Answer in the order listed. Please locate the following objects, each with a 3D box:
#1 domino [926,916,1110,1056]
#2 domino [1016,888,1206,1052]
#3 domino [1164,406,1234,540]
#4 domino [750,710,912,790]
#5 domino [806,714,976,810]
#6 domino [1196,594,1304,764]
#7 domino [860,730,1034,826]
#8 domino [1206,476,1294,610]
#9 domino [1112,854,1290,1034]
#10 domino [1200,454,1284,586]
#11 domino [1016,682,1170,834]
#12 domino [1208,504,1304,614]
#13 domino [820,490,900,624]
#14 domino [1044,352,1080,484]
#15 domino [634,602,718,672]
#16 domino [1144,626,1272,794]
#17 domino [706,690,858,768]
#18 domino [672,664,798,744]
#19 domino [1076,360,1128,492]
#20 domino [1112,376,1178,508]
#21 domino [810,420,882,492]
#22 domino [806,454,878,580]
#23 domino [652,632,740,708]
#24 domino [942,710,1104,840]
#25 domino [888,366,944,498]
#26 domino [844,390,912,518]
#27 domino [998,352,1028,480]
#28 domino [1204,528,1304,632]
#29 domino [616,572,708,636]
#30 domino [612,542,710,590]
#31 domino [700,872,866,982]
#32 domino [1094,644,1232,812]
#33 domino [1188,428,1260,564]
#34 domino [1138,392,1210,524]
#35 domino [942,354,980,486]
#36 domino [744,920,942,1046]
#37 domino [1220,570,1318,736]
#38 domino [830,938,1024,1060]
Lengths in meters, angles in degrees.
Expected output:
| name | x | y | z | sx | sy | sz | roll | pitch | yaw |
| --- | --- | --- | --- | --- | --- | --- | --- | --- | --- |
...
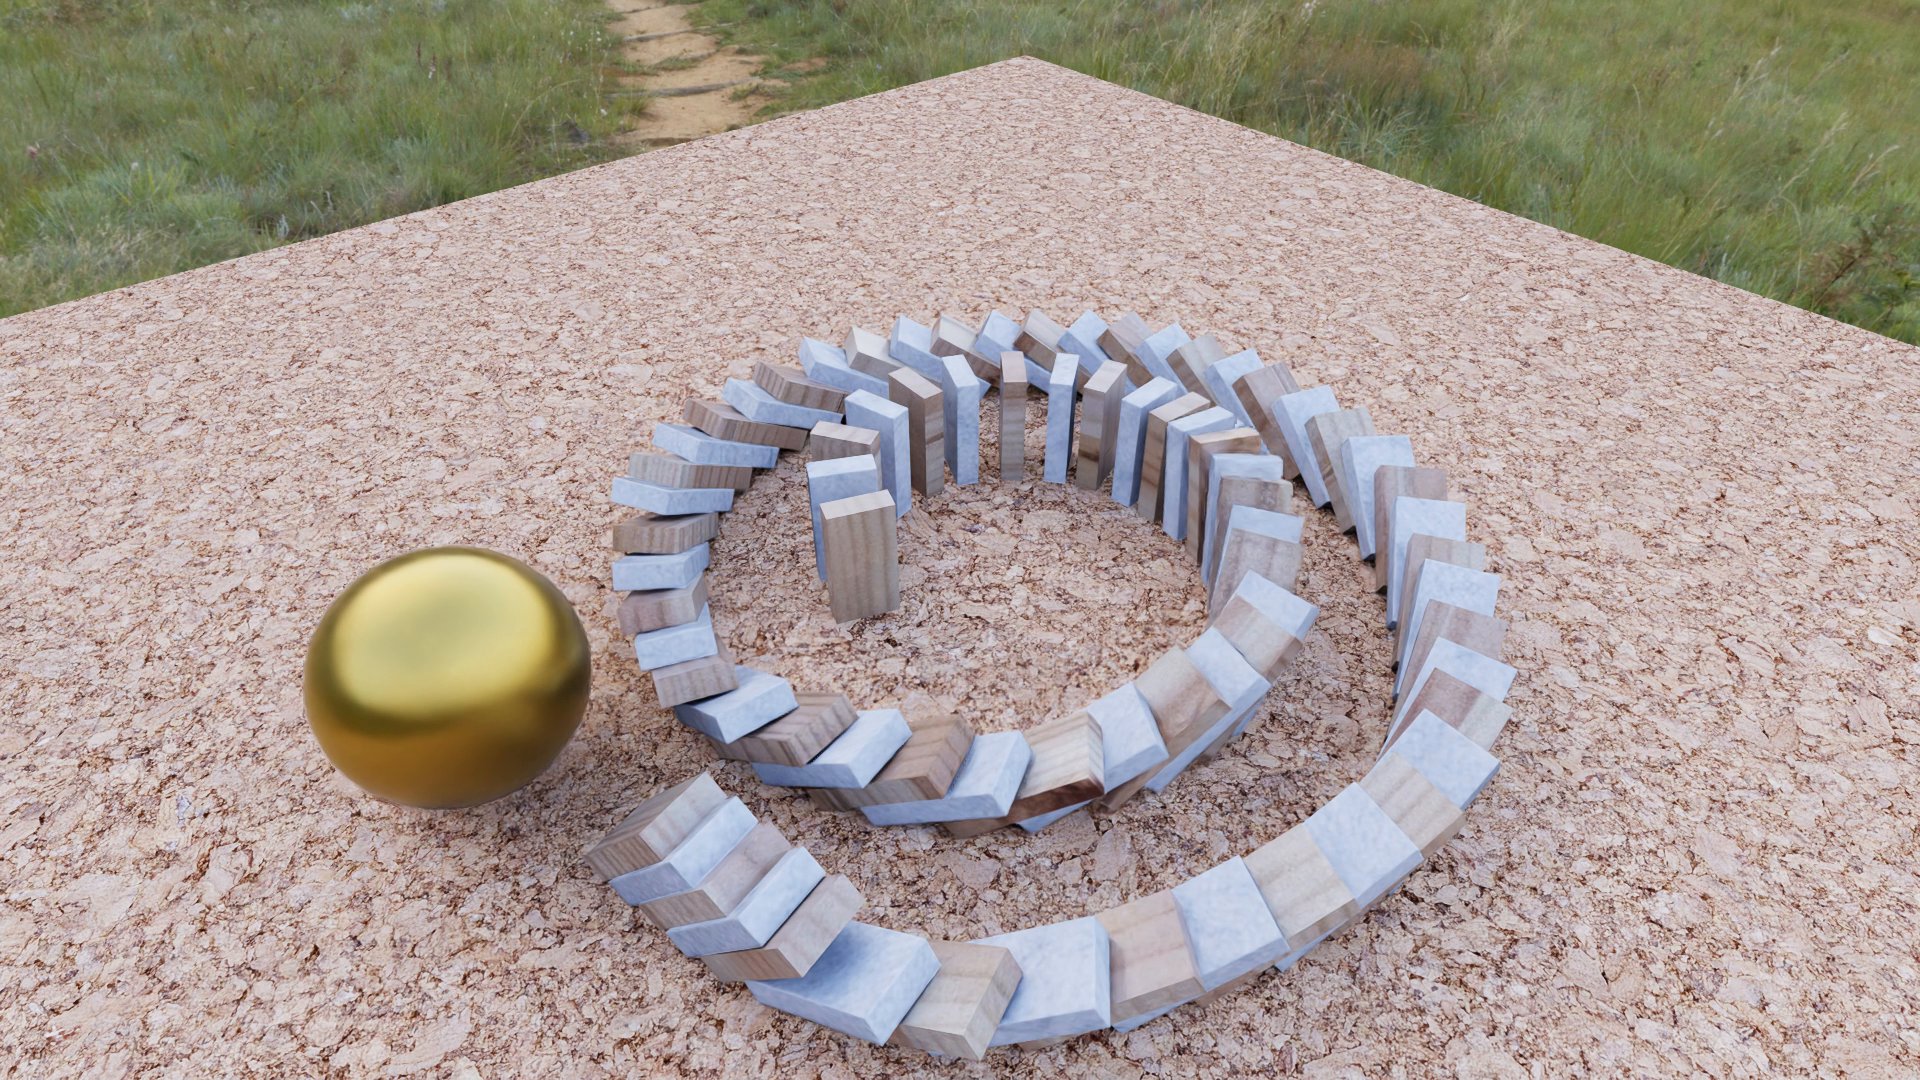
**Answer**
| name | x | y | z | sx | sy | sz | roll | pitch | yaw |
| --- | --- | --- | --- | --- | --- | --- | --- | --- | --- |
| domino | 0.014 | 0.116 | 0.285 | 0.050 | 0.009 | 0.025 | -20 | 34 | 21 |
| domino | 0.036 | 0.113 | 0.289 | 0.050 | 0.009 | 0.025 | -24 | 38 | 12 |
| domino | 0.096 | -0.026 | 0.443 | 0.025 | 0.050 | 0.009 | -19 | 36 | -22 |
| domino | -0.041 | 0.065 | 0.344 | 0.050 | 0.009 | 0.025 | -11 | 25 | 44 |
| domino | -0.022 | 0.069 | 0.339 | 0.050 | 0.010 | 0.025 | -16 | 28 | 37 |
| domino | 0.086 | 0.046 | 0.363 | 0.050 | 0.009 | 0.025 | -53 | 52 | 6 |
| domino | -0.005 | 0.073 | 0.335 | 0.050 | 0.010 | 0.025 | -14 | 29 | 34 |
| domino | 0.107 | 0.002 | 0.410 | 0.025 | 0.050 | 0.009 | 5 | 12 | 6 |
| domino | 0.059 | 0.108 | 0.294 | 0.050 | 0.010 | 0.025 | -30 | 41 | 7 |
| domino | 0.107 | -0.007 | 0.420 | 0.025 | 0.050 | 0.010 | 1 | 17 | 2 |
| domino | 0.037 | 0.067 | 0.341 | 0.050 | 0.010 | 0.025 | -32 | 39 | 13 |
| domino | 0.106 | 0.014 | 0.397 | 0.025 | 0.050 | 0.010 | 13 | 5 | 15 |
| domino | -0.036 | 0.007 | 0.403 | 0.025 | 0.050 | 0.009 | -13 | 41 | -15 |
| domino | 0.044 | -0.052 | 0.475 | 0.009 | 0.050 | 0.025 | 7 | 40 | 9 |
| domino | -0.099 | 0.033 | 0.383 | 0.025 | 0.009 | 0.050 | -13 | 9 | -13 |
| domino | 0.072 | 0.054 | 0.354 | 0.050 | 0.009 | 0.025 | -46 | 45 | 9 |
| domino | -0.057 | 0.059 | 0.351 | 0.050 | 0.009 | 0.025 | -8 | 24 | 49 |
| domino | -0.075 | 0.053 | 0.359 | 0.025 | 0.010 | 0.050 | -26 | 13 | -28 |
| domino | 0.060 | -0.049 | 0.471 | 0.009 | 0.050 | 0.025 | 18 | 43 | 21 |
| domino | 0.077 | -0.041 | 0.461 | 0.010 | 0.050 | 0.025 | 31 | 49 | 32 |
| domino | -0.044 | -0.022 | 0.438 | 0.025 | 0.050 | 0.010 | 12 | 41 | 14 |
| domino | -0.044 | -0.008 | 0.421 | 0.025 | 0.050 | 0.009 | -9 | 40 | -10 |
| domino | -0.091 | 0.043 | 0.371 | 0.025 | 0.009 | 0.050 | -14 | 9 | -16 |
| domino | 0.019 | 0.072 | 0.335 | 0.050 | 0.010 | 0.025 | -23 | 35 | 24 |
| domino | -0.018 | -0.045 | 0.467 | 0.010 | 0.050 | 0.025 | -27 | 46 | -29 |
| domino | -0.033 | -0.035 | 0.454 | 0.025 | 0.050 | 0.009 | 25 | 45 | 27 |
| domino | 0.022 | -0.053 | 0.477 | 0.009 | 0.050 | 0.025 | -1 | 39 | -1 |
| domino | 0.102 | 0.023 | 0.387 | 0.025 | 0.050 | 0.010 | 15 | 3 | 16 |
| domino | -0.106 | 0.022 | 0.395 | 0.025 | 0.010 | 0.050 | -11 | 9 | -7 |
| domino | -0.111 | 0.009 | 0.413 | 0.025 | 0.010 | 0.050 | -3 | 8 | -2 |
| domino | -0.048 | 0.103 | 0.291 | 0.010 | 0.050 | 0.025 | 52 | 50 | -6 |
| domino | 0.058 | 0.059 | 0.348 | 0.050 | 0.009 | 0.025 | -43 | 43 | 10 |
| domino | 0.103 | -0.017 | 0.432 | 0.025 | 0.050 | 0.010 | -9 | 24 | -11 |
| domino | 0.088 | -0.034 | 0.452 | 0.025 | 0.050 | 0.010 | -26 | 45 | -28 |
| domino | 0.000 | -0.051 | 0.474 | 0.009 | 0.050 | 0.025 | -10 | 40 | -12 |
| domino | -0.032 | 0.113 | 0.287 | 0.050 | 0.009 | 0.025 | -6 | 28 | 43 |
| domino | 0.096 | 0.038 | 0.372 | 0.025 | 0.009 | 0.050 | 34 | 93 | 34 |
| domino | -0.011 | 0.116 | 0.283 | 0.050 | 0.009 | 0.025 | -10 | 29 | 38 |
